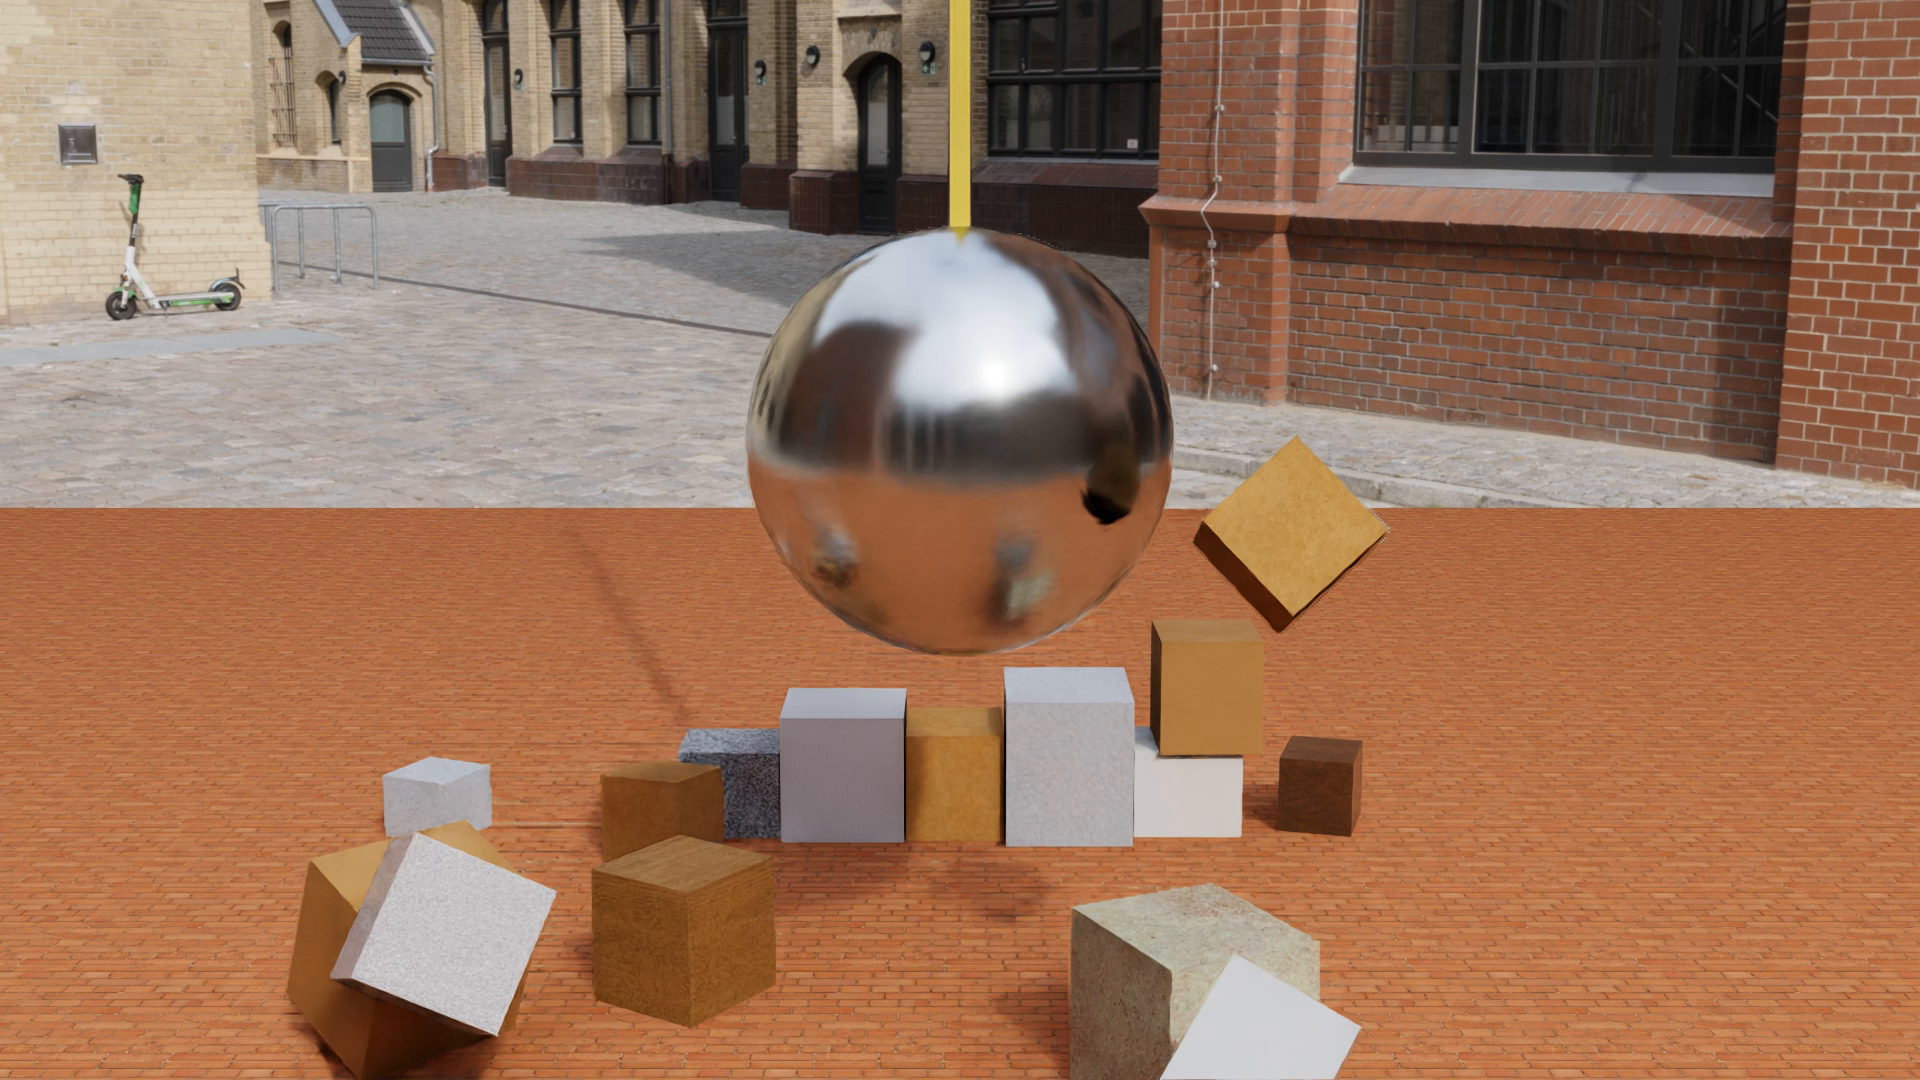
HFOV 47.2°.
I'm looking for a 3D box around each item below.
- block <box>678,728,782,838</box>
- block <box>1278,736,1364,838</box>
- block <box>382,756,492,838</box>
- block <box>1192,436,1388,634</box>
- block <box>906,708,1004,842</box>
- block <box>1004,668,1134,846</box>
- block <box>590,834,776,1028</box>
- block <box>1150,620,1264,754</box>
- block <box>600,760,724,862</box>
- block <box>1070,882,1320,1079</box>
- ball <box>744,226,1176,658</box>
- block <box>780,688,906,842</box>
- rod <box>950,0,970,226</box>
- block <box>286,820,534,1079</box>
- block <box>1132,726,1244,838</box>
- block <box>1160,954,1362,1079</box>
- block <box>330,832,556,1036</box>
[{"bbox_3d":[-1.174,1.257,11.403,0.514,0.446,0.482,0,10,0],"label":"block"},{"bbox_3d":[1.880,1.277,11.458,0.376,0.387,0.454,3,11,16],"label":"block"},{"bbox_3d":[-2.682,1.339,11.297,0.383,0.324,0.383,5,11,24],"label":"block"},{"bbox_3d":[1.142,-0.012,7.670,0.439,0.447,0.426,-42,-9,-6],"label":"block"},{"bbox_3d":[-0.026,1.207,11.389,0.495,0.551,0.580,0,10,0],"label":"block"},{"bbox_3d":[0.551,1.109,11.375,0.637,0.747,0.749,0,10,0],"label":"block"},{"bbox_3d":[-1.143,1.610,9.124,0.518,0.568,0.544,7,12,34],"label":"block"},{"bbox_3d":[1.263,0.749,11.307,0.514,0.583,0.524,0,10,-1],"label":"block"},{"bbox_3d":[-1.462,1.347,10.835,0.447,0.428,0.398,2,7,27],"label":"block"},{"bbox_3d":[0.851,1.739,8.093,0.622,0.683,0.715,-5,11,-26],"label":"block"},{"bbox_3d":[0.000,-0.364,8.219,1.600,1.600,1.600,0,10,0],"label":"ball"},{"bbox_3d":[-0.594,1.158,11.384,0.623,0.649,0.619,0,10,0],"label":"block"},{"bbox_3d":[0.000,-3.597,9.272,0.080,5.200,0.080,0,-18,0],"label":"rod"},{"bbox_3d":[-2.126,1.585,8.575,0.696,0.649,0.565,-11,36,-45],"label":"block"},{"bbox_3d":[1.160,1.251,11.431,0.550,0.449,0.507,0,10,0],"label":"block"},{"bbox_3d":[0.903,1.741,6.993,0.453,0.495,0.535,29,56,14],"label":"block"},{"bbox_3d":[-1.846,1.409,7.836,0.541,0.532,0.531,27,-20,-17],"label":"block"}]
